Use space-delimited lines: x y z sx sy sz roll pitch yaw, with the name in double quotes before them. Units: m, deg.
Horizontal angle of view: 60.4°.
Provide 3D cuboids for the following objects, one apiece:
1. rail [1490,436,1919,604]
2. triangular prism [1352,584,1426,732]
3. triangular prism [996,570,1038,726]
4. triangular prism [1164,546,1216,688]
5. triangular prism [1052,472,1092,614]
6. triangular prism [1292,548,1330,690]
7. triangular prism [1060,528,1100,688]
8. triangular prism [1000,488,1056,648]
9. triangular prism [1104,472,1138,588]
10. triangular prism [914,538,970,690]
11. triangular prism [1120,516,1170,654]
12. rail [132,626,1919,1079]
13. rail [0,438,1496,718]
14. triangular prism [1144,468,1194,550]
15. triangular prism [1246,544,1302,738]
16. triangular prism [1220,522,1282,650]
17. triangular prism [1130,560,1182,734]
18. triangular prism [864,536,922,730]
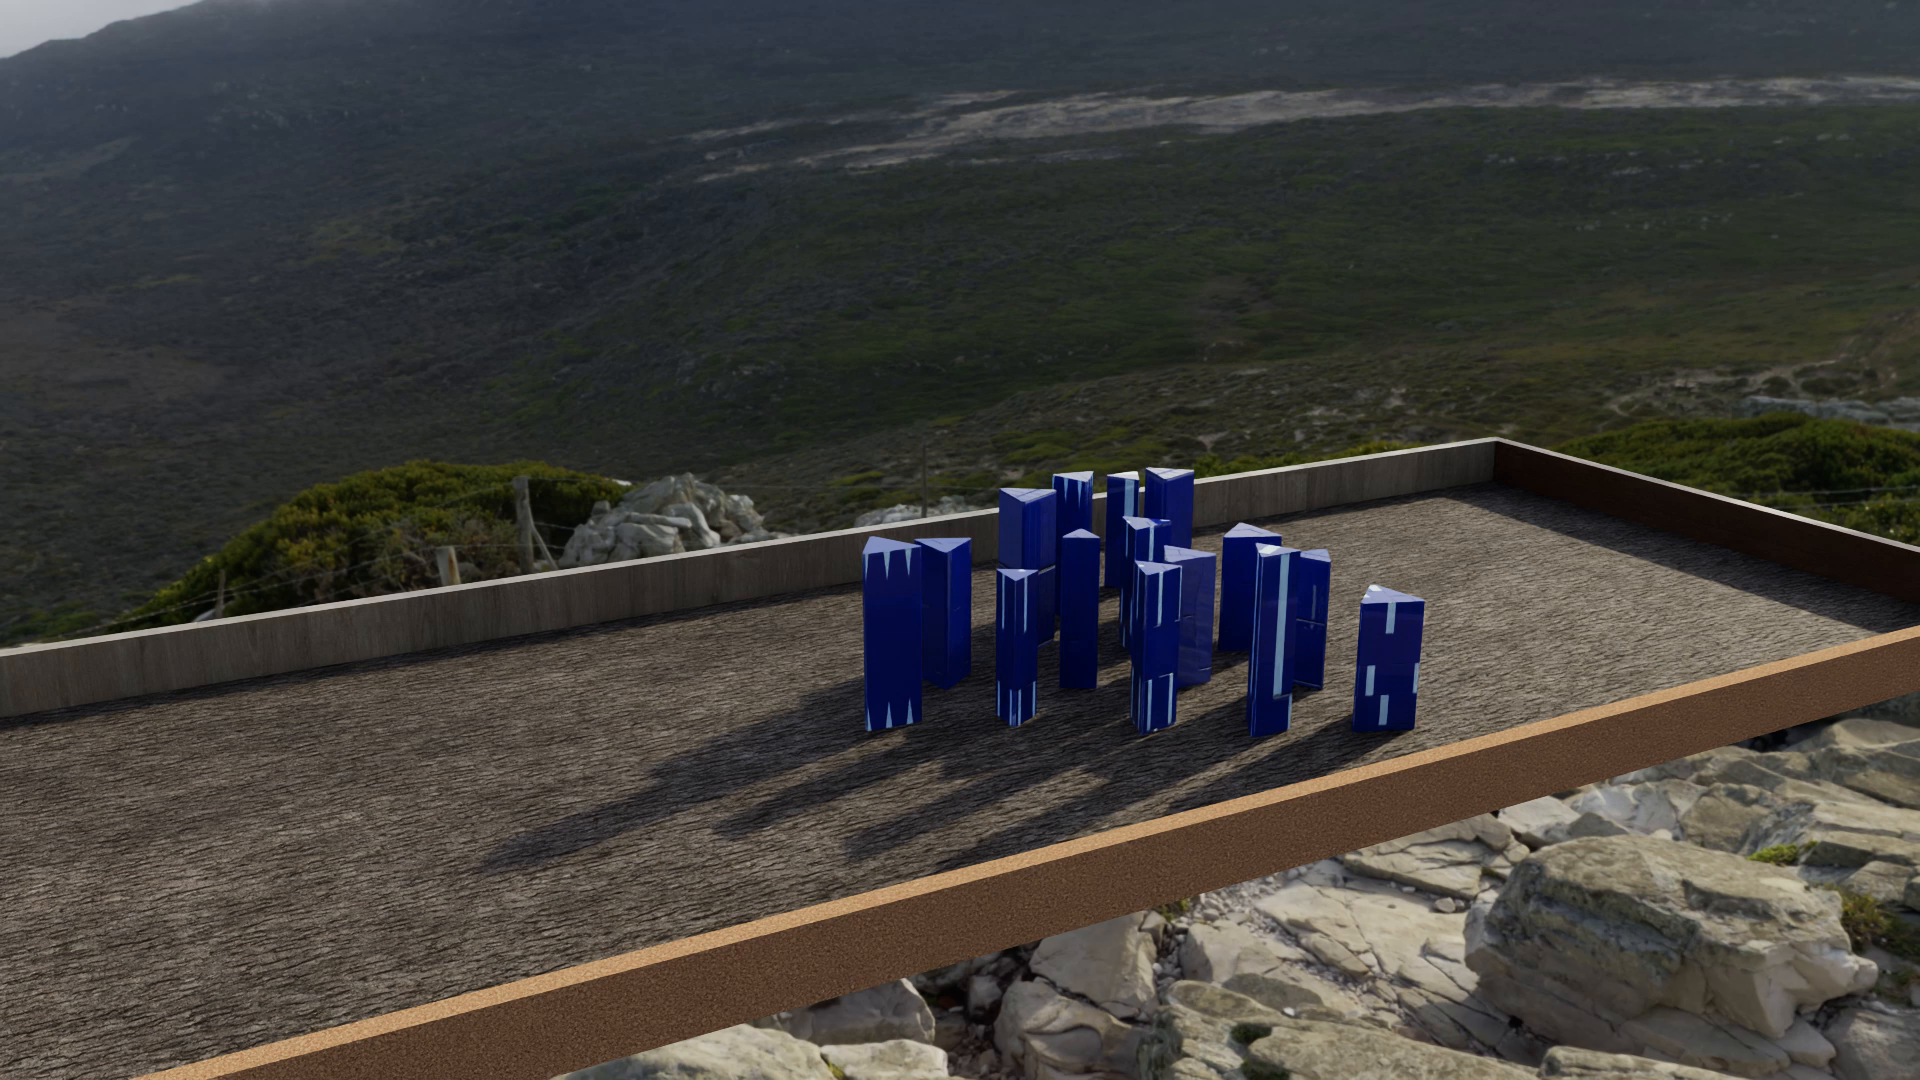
"rail" 2.466 -0.048 5.253 0.050 0.150 2.100 -9 18 -27
"triangular prism" 0.980 0.274 3.865 0.151 0.315 0.131 -2 17 -8
"triangular prism" 0.120 0.248 3.872 0.083 0.361 0.096 11 20 33
"triangular prism" 0.541 0.188 4.125 0.139 0.332 0.121 -8 18 -26
"triangular prism" 0.334 0.013 4.600 0.119 0.402 0.103 14 21 40
"triangular prism" 0.881 0.192 4.112 0.111 0.332 0.096 12 20 34
"triangular prism" 0.296 0.170 4.086 0.091 0.390 0.079 1 16 4
"triangular prism" 0.156 0.076 4.350 0.128 0.420 0.148 12 20 35
"triangular prism" 0.495 -0.030 4.860 0.102 0.337 0.088 10 19 30
"triangular prism" -0.023 0.176 4.125 0.120 0.356 0.139 -11 20 -33
"triangular prism" 0.465 0.115 4.352 0.129 0.345 0.112 -13 21 -38
"rail" -2.336 1.006 1.665 12.000 0.150 0.050 -9 18 -27
"rail" -3.305 0.497 3.399 12.000 0.150 0.050 -9 18 -27
"triangular prism" 0.558 0.009 4.588 0.114 0.414 0.131 15 22 41
"triangular prism" 0.702 0.228 3.808 0.109 0.436 0.094 -8 18 -27
"triangular prism" 0.755 0.122 4.383 0.151 0.313 0.131 -1 16 -5
"triangular prism" 0.435 0.245 3.833 0.110 0.388 0.095 -12 20 -36
"triangular prism" -0.180 0.214 3.864 0.143 0.431 0.124 -8 18 -25
